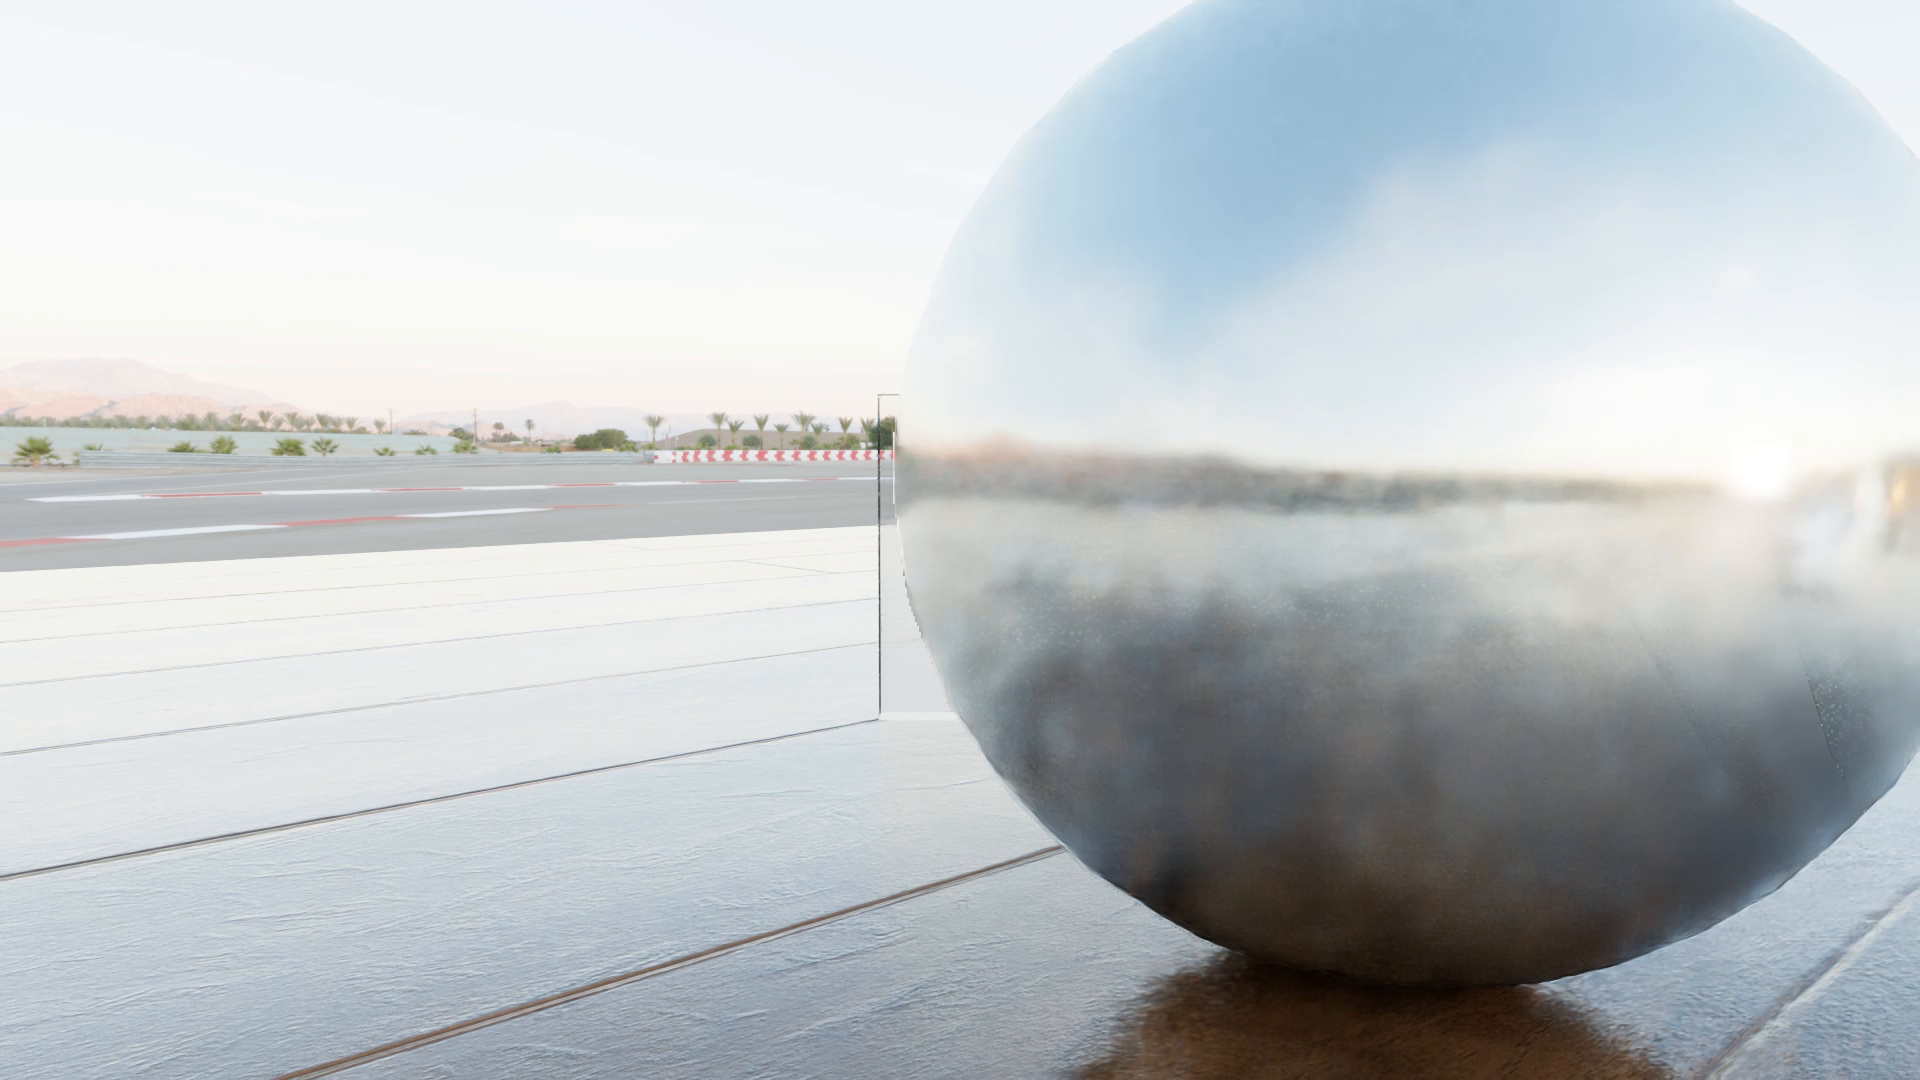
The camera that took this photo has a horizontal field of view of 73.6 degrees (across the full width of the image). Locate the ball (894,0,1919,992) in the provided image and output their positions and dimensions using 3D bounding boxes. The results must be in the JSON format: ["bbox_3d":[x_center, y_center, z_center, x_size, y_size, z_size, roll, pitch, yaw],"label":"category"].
[{"bbox_3d":[0.035,-0.005,0.105,0.080,0.080,0.080,0,4,0],"label":"ball"}]

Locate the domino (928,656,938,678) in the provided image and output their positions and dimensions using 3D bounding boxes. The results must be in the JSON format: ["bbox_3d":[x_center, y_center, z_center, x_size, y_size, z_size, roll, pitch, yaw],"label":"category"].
[{"bbox_3d":[0.007,0.000,0.231,0.025,0.050,0.010,2,5,26],"label":"domino"}]

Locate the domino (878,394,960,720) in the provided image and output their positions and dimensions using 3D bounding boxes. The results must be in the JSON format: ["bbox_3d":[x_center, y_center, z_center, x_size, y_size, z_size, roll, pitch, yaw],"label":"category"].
[{"bbox_3d":[0.000,0.002,0.201,0.025,0.050,0.010,0,4,0],"label":"domino"}]
